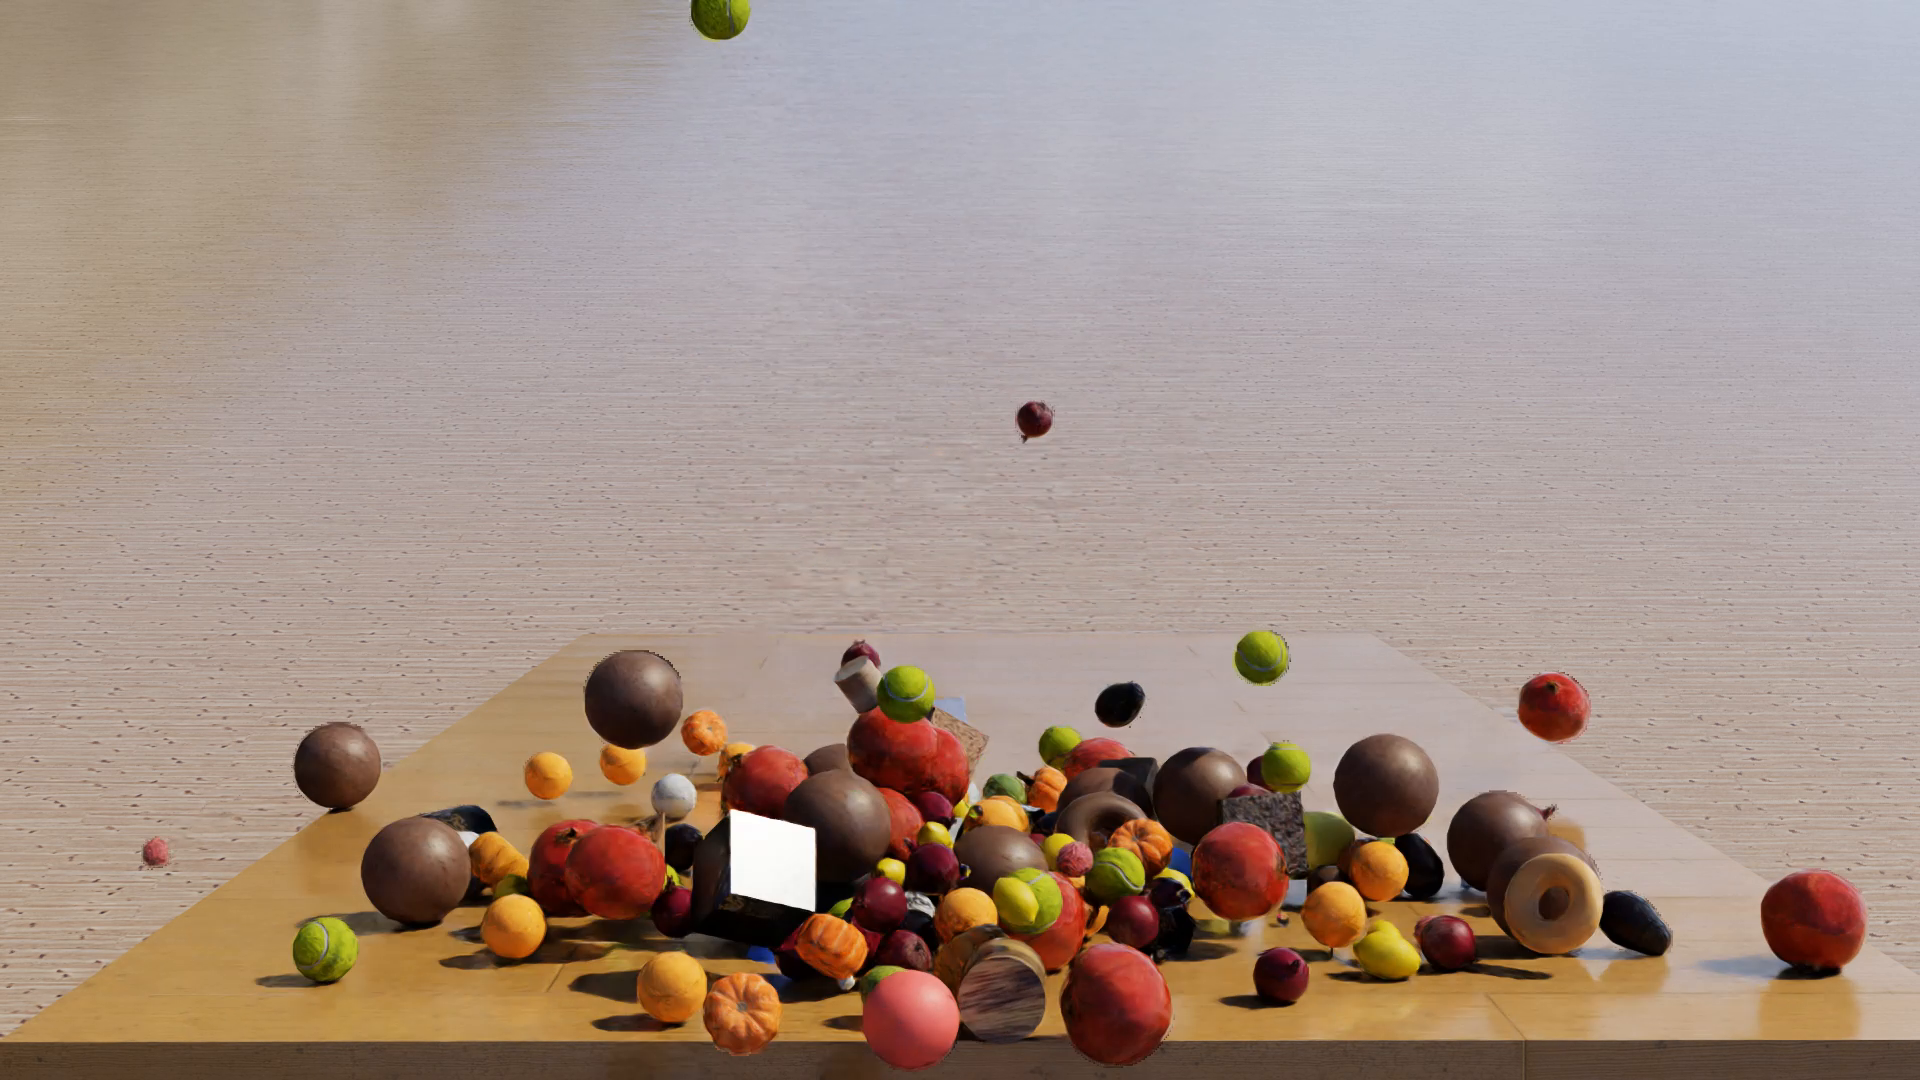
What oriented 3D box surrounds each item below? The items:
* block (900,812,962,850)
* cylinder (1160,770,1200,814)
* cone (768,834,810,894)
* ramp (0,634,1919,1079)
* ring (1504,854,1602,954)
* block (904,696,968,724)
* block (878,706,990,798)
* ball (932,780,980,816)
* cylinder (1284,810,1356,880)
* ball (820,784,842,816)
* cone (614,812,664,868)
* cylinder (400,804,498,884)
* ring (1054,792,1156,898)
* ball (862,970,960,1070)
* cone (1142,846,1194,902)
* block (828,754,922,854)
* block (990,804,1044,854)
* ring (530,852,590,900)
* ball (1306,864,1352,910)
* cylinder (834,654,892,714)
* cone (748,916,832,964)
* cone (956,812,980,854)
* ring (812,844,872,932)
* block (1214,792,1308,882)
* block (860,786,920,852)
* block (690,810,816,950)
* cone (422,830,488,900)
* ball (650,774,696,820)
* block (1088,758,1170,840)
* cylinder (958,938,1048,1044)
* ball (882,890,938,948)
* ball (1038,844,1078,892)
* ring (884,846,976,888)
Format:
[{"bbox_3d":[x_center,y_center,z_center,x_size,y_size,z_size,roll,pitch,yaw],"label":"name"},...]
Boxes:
[{"bbox_3d":[-0.039,0.402,3.460,0.061,0.061,0.061,2,-2,30],"label":"block"},{"bbox_3d":[0.324,0.377,3.836,0.061,0.061,0.061,5,19,-5],"label":"cylinder"},{"bbox_3d":[-0.207,0.404,3.239,0.074,0.074,0.074,-2,19,1],"label":"cone"},{"bbox_3d":[0.046,0.416,4.535,2.000,0.100,4.000,0,4,0],"label":"ramp"},{"bbox_3d":[0.654,0.400,2.829,0.114,0.114,0.038,18,-9,41],"label":"ring"},{"bbox_3d":[-0.036,0.319,4.205,0.096,0.096,0.096,-7,-16,-1],"label":"block"},{"bbox_3d":[-0.036,0.292,3.527,0.092,0.092,0.092,31,-19,-23],"label":"block"},{"bbox_3d":[-0.006,0.380,3.758,0.072,0.072,0.072,0,20,0],"label":"ball"},{"bbox_3d":[0.442,0.387,3.255,0.087,0.087,0.087,20,8,43],"label":"cylinder"},{"bbox_3d":[-0.183,0.387,3.810,0.051,0.051,0.051,0,20,0],"label":"ball"},{"bbox_3d":[-0.397,0.372,3.303,0.072,0.072,0.072,26,32,-18],"label":"cone"},{"bbox_3d":[-0.669,0.397,3.358,0.090,0.090,0.090,13,10,32],"label":"cylinder"},{"bbox_3d":[0.178,0.374,3.146,0.134,0.134,0.045,-7,-21,-18],"label":"ring"},{"bbox_3d":[-0.048,0.465,2.490,0.095,0.095,0.095,0,20,0],"label":"ball"},{"bbox_3d":[0.271,0.433,3.250,0.071,0.071,0.071,9,-20,25],"label":"cone"},{"bbox_3d":[-0.119,0.364,3.558,0.093,0.093,0.093,31,-1,-6],"label":"block"},{"bbox_3d":[0.079,0.401,3.563,0.056,0.056,0.056,-2,4,-28],"label":"block"},{"bbox_3d":[-0.504,0.424,3.241,0.080,0.027,0.080,24,19,-9],"label":"ring"},{"bbox_3d":[0.454,0.427,3.159,0.055,0.055,0.055,0,20,0],"label":"ball"},{"bbox_3d":[-0.118,0.175,3.103,0.051,0.051,0.051,-32,18,11],"label":"cylinder"},{"bbox_3d":[-0.194,0.422,2.912,0.096,0.096,0.096,0,4,0],"label":"cone"},{"bbox_3d":[0.015,0.416,3.550,0.059,0.059,0.059,-10,35,-27],"label":"cone"},{"bbox_3d":[-0.166,0.413,3.016,0.141,0.047,0.141,-30,18,11],"label":"ring"},{"bbox_3d":[0.356,0.352,3.041,0.093,0.093,0.093,-4,-10,-1],"label":"block"},{"bbox_3d":[-0.087,0.351,3.224,0.053,0.053,0.053,-26,-20,-4],"label":"block"},{"bbox_3d":[-0.222,0.366,2.760,0.099,0.099,0.099,16,51,-25],"label":"block"},{"bbox_3d":[-0.622,0.430,3.243,0.089,0.089,0.089,-11,36,-29],"label":"cone"},{"bbox_3d":[-0.423,0.380,3.794,0.068,0.068,0.068,0,20,0],"label":"ball"},{"bbox_3d":[0.234,0.361,3.570,0.081,0.081,0.081,-4,36,26],"label":"block"},{"bbox_3d":[0.043,0.450,2.564,0.087,0.087,0.087,1,4,3],"label":"cylinder"},{"bbox_3d":[-0.058,0.436,2.953,0.065,0.065,0.065,0,20,0],"label":"ball"},{"bbox_3d":[0.131,0.416,3.272,0.063,0.063,0.063,0,20,0],"label":"ball"},{"bbox_3d":[-0.038,0.424,3.324,0.119,0.040,0.119,0,4,0],"label":"ring"}]
